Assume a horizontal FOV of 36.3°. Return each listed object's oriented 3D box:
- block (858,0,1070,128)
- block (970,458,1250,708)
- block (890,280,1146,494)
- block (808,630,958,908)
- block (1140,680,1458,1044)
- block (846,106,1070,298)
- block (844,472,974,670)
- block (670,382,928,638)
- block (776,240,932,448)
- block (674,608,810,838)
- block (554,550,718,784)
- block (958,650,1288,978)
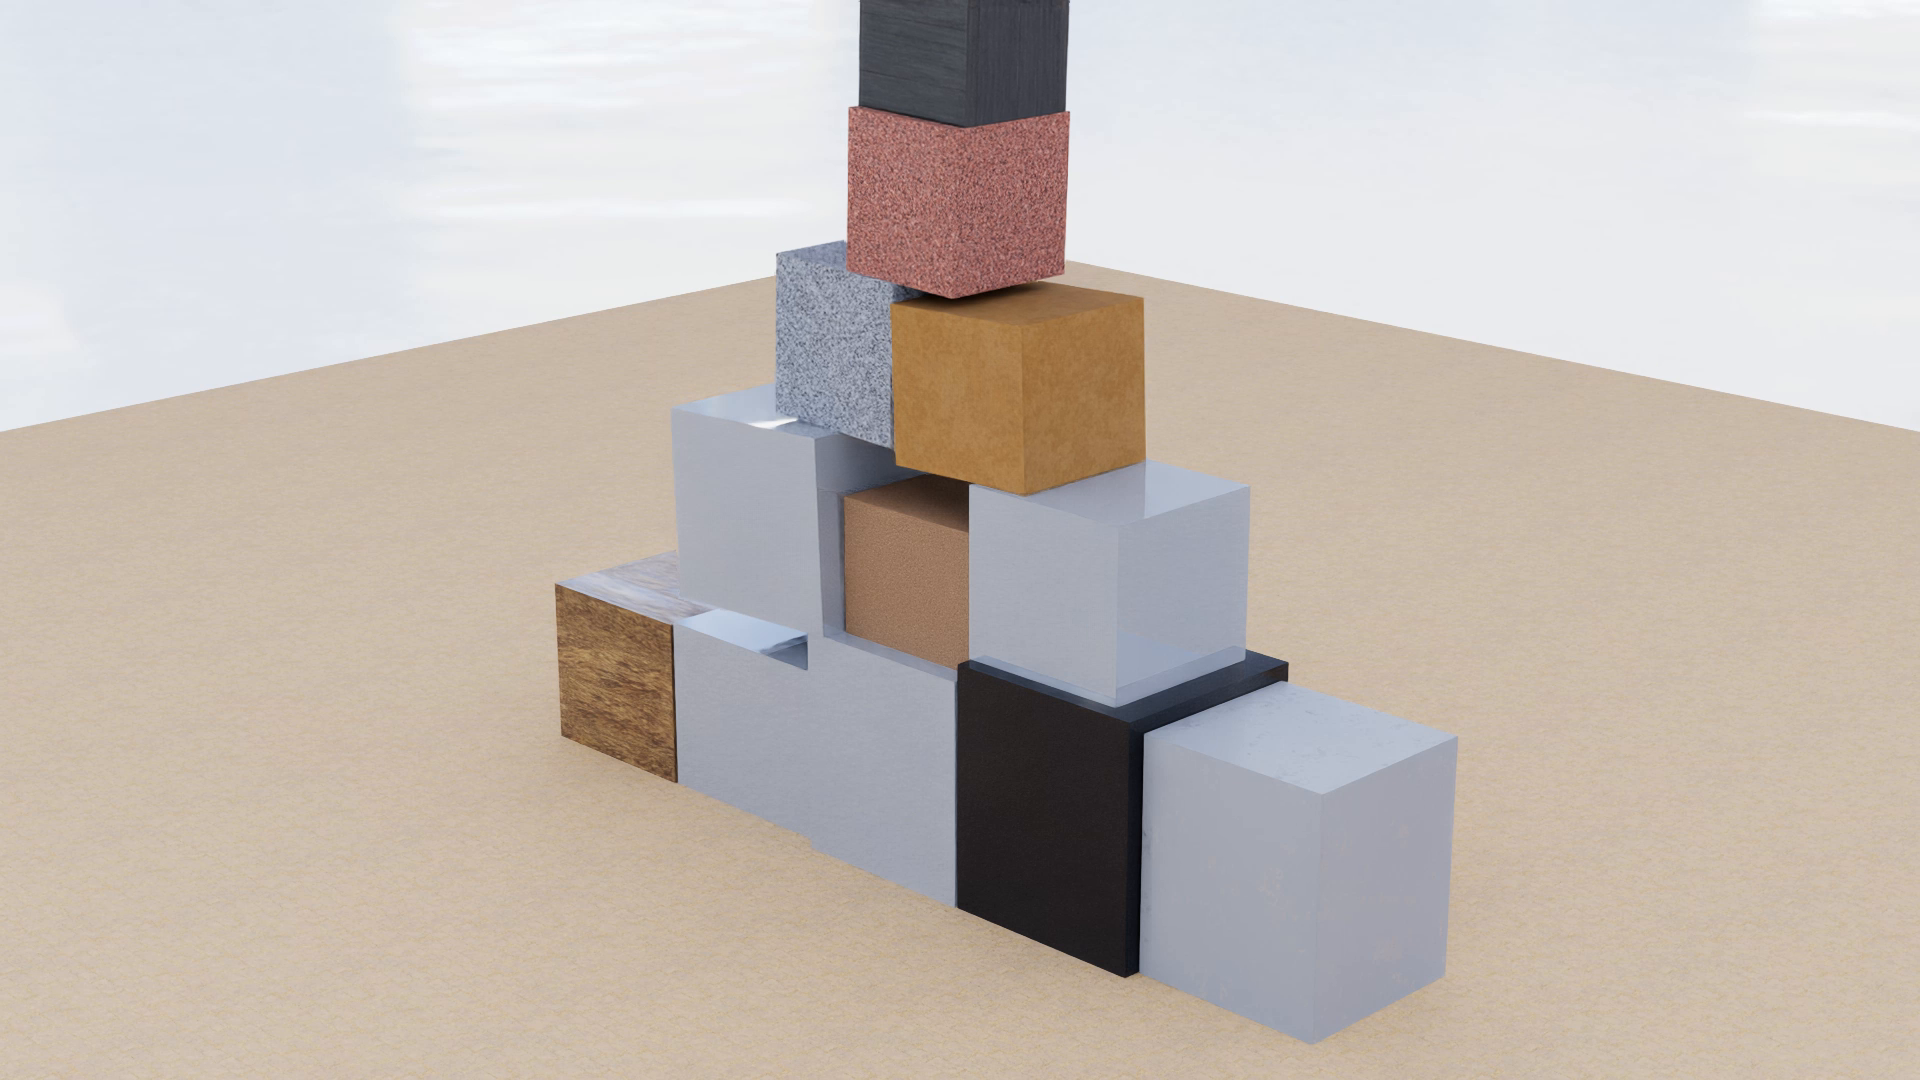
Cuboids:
[{"bbox_3d":[0.016,-2.155,12.650,0.623,0.591,0.652,-17,26,-42],"label":"block"},{"bbox_3d":[0.643,0.143,12.702,0.845,0.793,0.862,-17,24,-42],"label":"block"},{"bbox_3d":[0.258,-0.692,12.842,0.788,0.725,0.773,14,22,43],"label":"block"},{"bbox_3d":[0.000,0.923,13.615,1.022,1.074,0.955,-17,24,-42],"label":"block"},{"bbox_3d":[1.412,1.327,12.303,0.901,1.091,0.935,-17,24,-42],"label":"block"},{"bbox_3d":[-0.011,-1.528,12.852,0.697,0.727,0.667,-17,26,-42],"label":"block"},{"bbox_3d":[0.043,0.114,13.314,0.794,0.650,0.806,-17,24,-42],"label":"block"},{"bbox_3d":[-0.617,-0.202,13.911,1.061,0.929,1.008,-17,22,-42],"label":"block"},{"bbox_3d":[-0.302,-0.932,13.363,0.760,0.746,0.763,-17,26,-42],"label":"block"},{"bbox_3d":[-0.698,0.815,14.347,0.927,0.843,1.045,-17,24,-42],"label":"block"},{"bbox_3d":[-1.397,0.611,15.019,0.951,0.829,0.915,-17,24,-42],"label":"block"},{"bbox_3d":[0.711,1.089,12.946,1.040,1.159,1.004,-17,24,-42],"label":"block"}]
